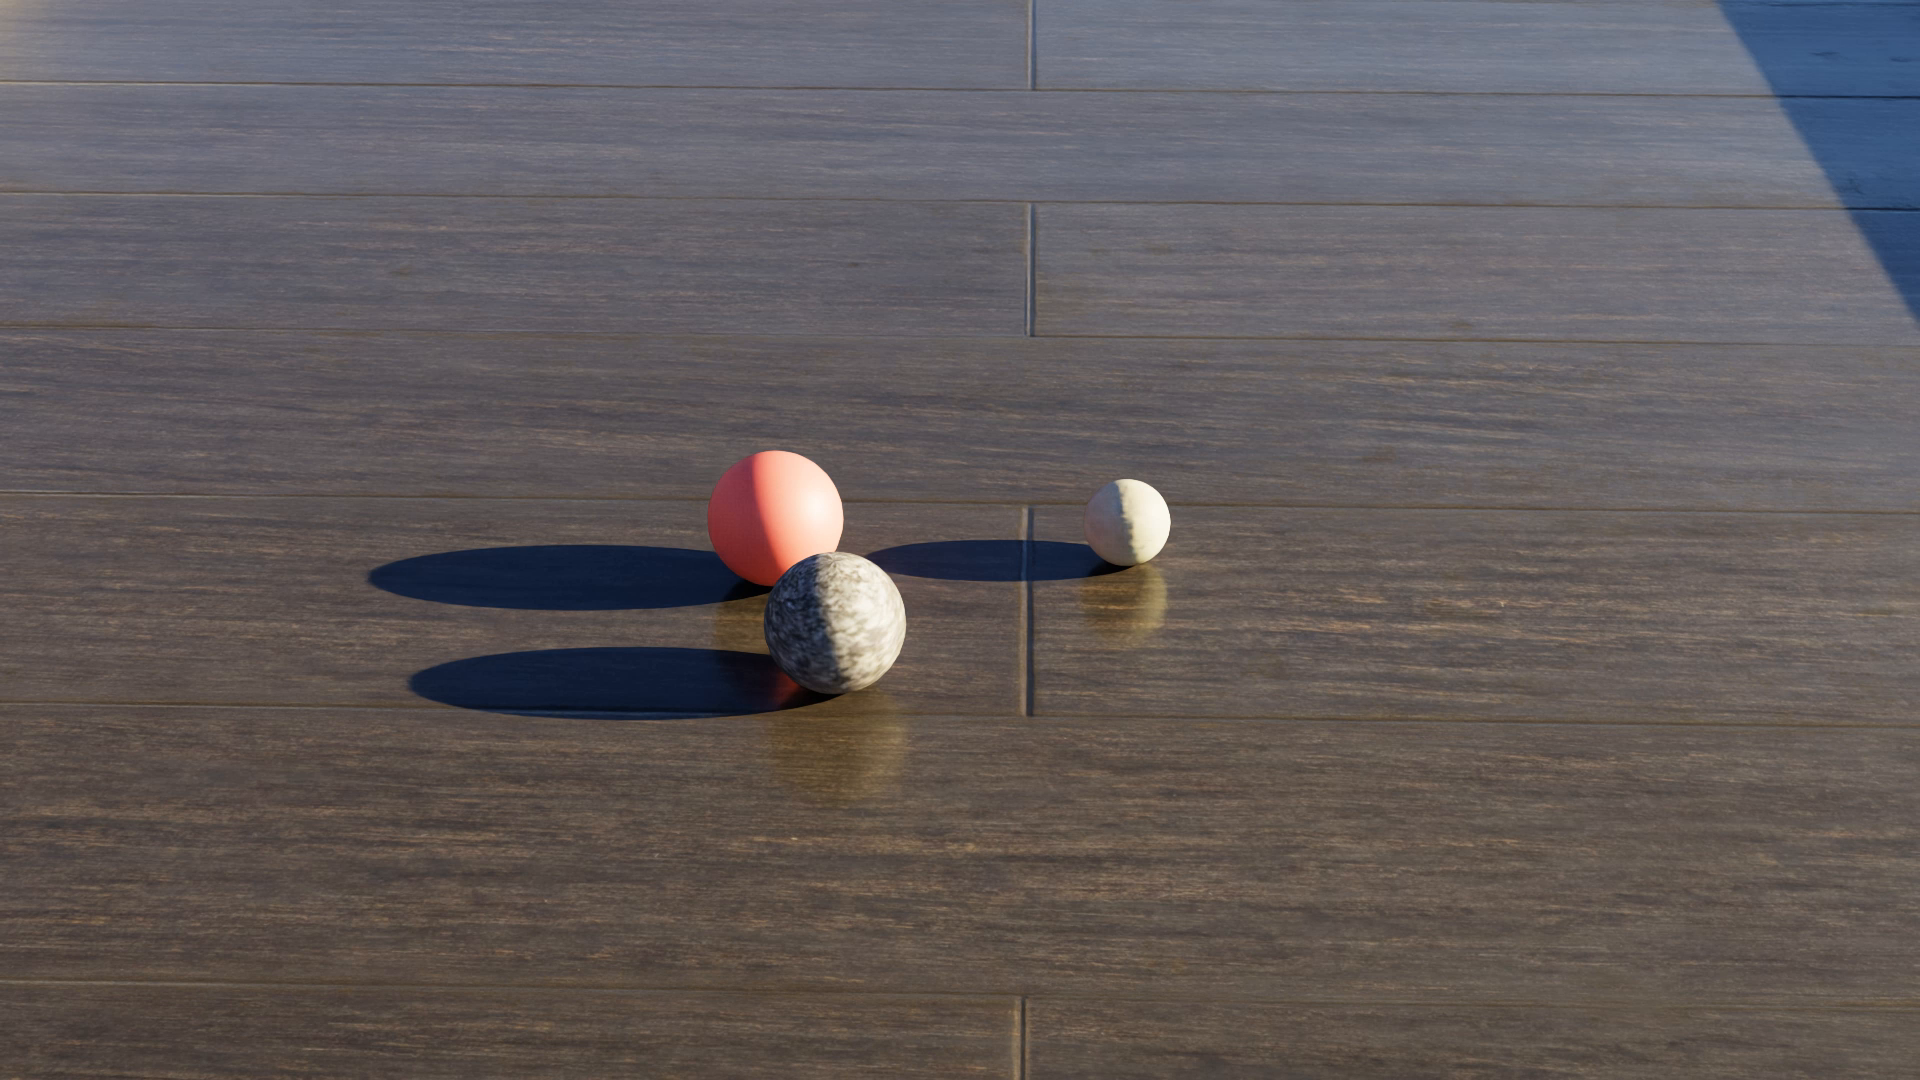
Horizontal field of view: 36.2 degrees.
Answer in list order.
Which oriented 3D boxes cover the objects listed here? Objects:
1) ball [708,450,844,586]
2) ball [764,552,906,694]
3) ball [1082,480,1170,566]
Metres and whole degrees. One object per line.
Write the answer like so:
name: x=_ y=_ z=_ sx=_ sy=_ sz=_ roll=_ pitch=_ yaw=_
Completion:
ball: x=-0.109 y=-0.013 z=1.744 sx=0.081 sy=0.081 sz=0.081 roll=0 pitch=29 yaw=0
ball: x=-0.070 y=0.046 z=1.638 sx=0.079 sy=0.079 sz=0.079 roll=0 pitch=29 yaw=0
ball: x=0.100 y=-0.010 z=1.769 sx=0.053 sy=0.053 sz=0.053 roll=0 pitch=29 yaw=0
